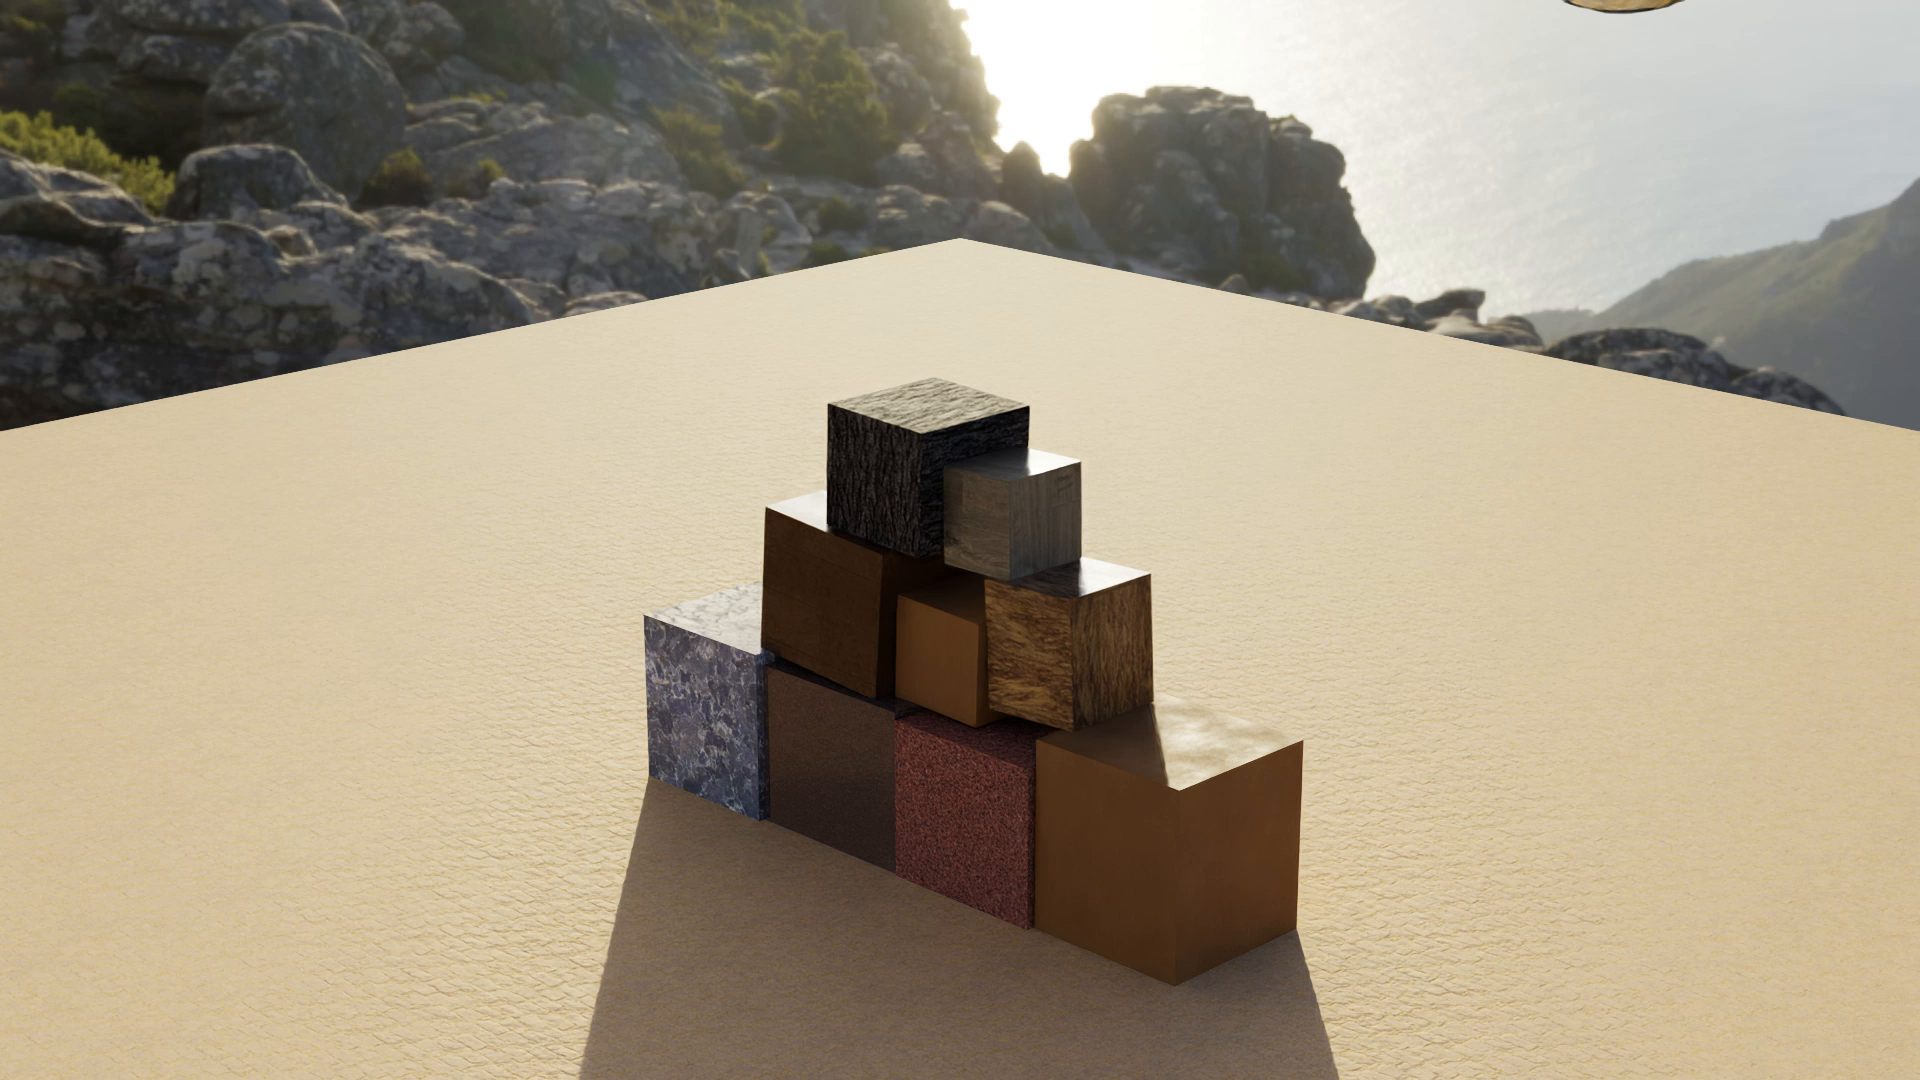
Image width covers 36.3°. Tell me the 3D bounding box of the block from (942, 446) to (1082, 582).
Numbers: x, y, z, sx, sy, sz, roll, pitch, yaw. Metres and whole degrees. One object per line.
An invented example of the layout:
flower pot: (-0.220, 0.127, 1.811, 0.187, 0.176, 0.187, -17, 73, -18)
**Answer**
block: (0.236, -0.122, 13.080, 0.407, 0.456, 0.464, 15, 23, 43)

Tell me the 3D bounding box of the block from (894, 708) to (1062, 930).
block: (0.329, 1.166, 13.368, 0.932, 0.759, 0.836, -17, 24, -42)

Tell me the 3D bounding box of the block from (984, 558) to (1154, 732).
block: (0.486, 0.448, 12.985, 0.512, 0.600, 0.527, 13, 21, 43)

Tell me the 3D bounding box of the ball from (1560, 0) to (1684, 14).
ball: (3.645, -3.682, 16.005, 1.600, 1.600, 1.600, 0, 17, 0)

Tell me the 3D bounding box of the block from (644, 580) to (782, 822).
block: (-0.924, 0.757, 14.522, 0.939, 0.848, 0.832, -17, 24, -42)

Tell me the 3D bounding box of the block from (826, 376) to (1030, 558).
block: (-0.148, -0.340, 13.380, 0.614, 0.582, 0.684, 19, 26, 41)

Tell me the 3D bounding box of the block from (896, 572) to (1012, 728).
block: (0.095, 0.481, 13.370, 0.572, 0.493, 0.520, -17, 26, -42)

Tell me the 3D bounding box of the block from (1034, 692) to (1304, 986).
block: (0.905, 1.285, 12.771, 0.816, 0.891, 0.815, -17, 24, -42)

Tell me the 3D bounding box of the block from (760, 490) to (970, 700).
block: (-0.371, 0.205, 13.770, 0.777, 0.711, 0.795, -17, 28, -42)

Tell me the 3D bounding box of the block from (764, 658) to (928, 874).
block: (-0.284, 0.963, 13.961, 0.926, 0.790, 0.897, -17, 24, -42)
